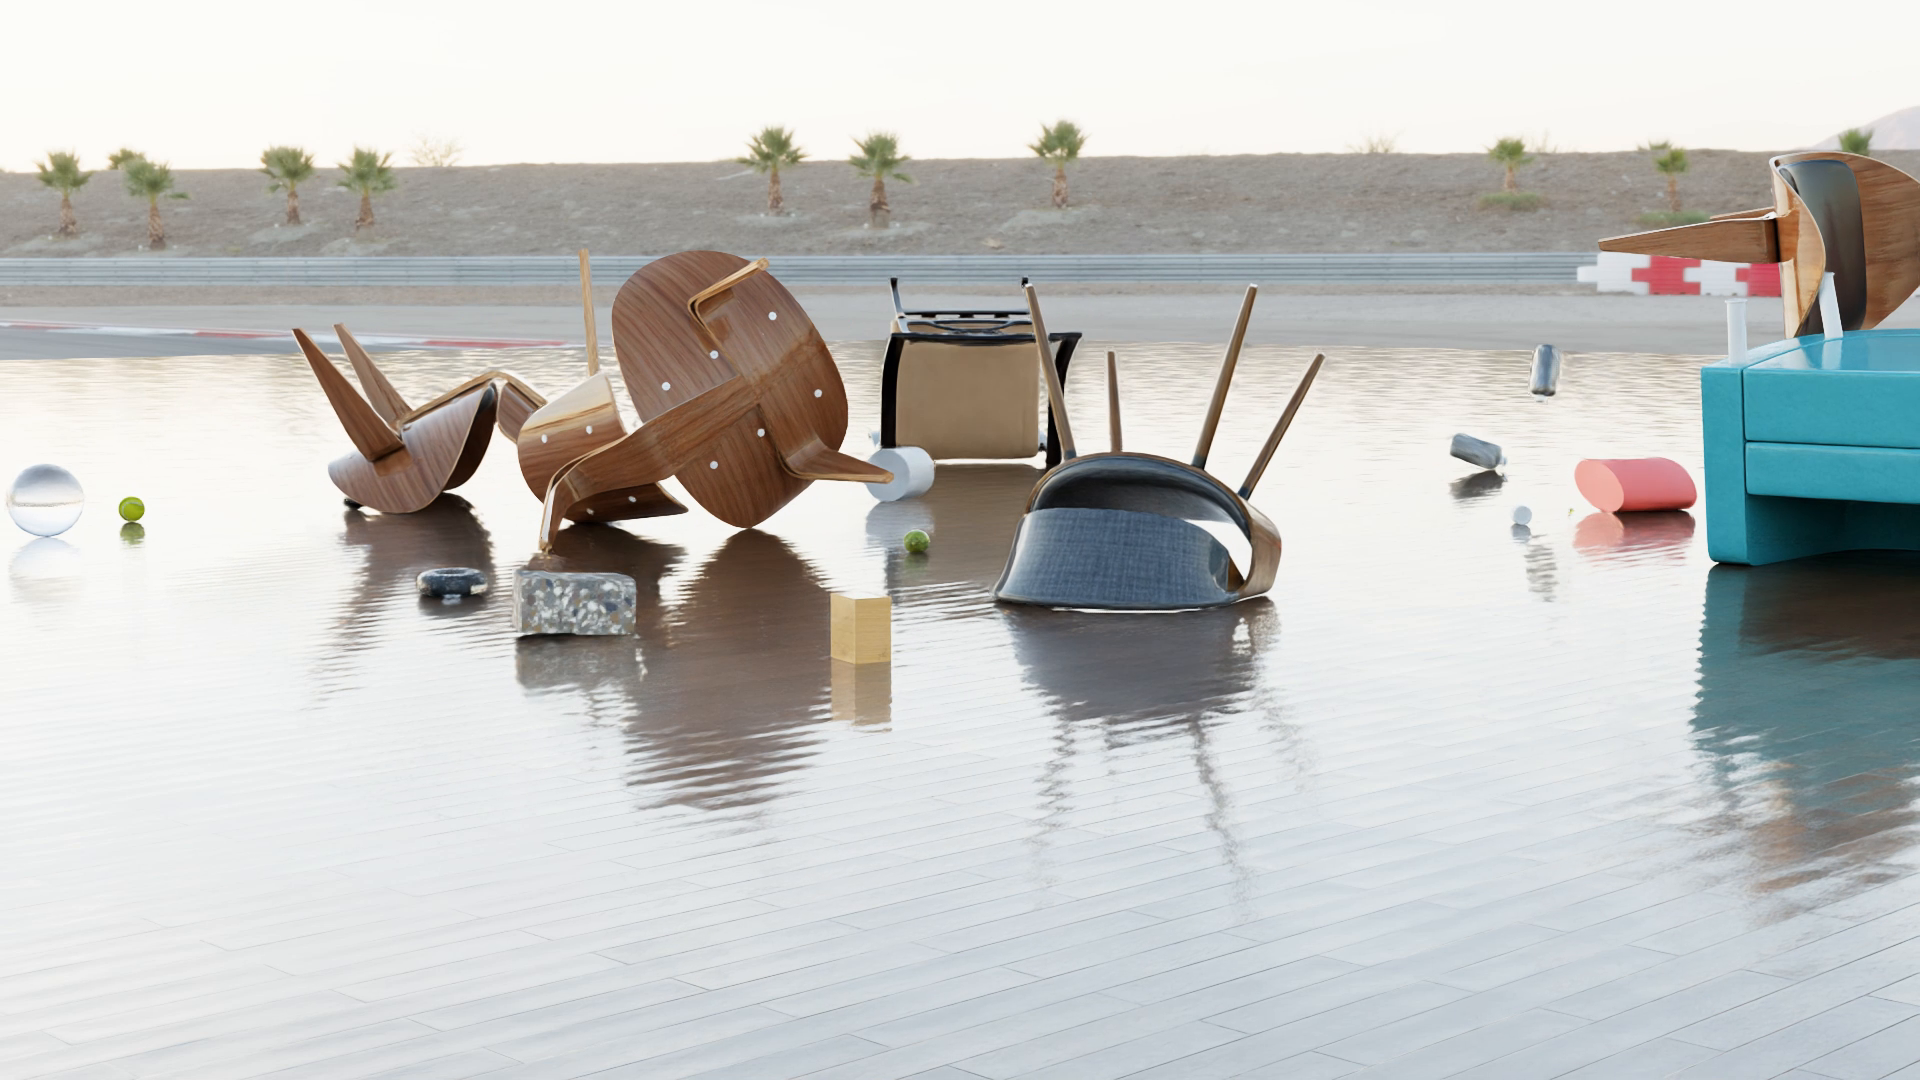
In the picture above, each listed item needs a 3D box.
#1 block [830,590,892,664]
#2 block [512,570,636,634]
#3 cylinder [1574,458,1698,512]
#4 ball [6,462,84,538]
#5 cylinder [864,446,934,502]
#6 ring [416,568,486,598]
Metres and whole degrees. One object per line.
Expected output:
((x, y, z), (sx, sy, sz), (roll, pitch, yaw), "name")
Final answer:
((-0.170, 0.150, 4.416), (0.069, 0.111, 0.094), (-3, 7, -28), "block")
((-0.714, 0.116, 4.746), (0.209, 0.099, 0.127), (2, 5, -16), "block")
((1.907, -0.157, 7.247), (0.241, 0.129, 0.252), (-2, 22, -20), "cylinder")
((-2.310, -0.101, 6.478), (0.188, 0.188, 0.188), (0, 6, 0), "ball")
((-0.179, -0.196, 7.562), (0.150, 0.155, 0.175), (8, 9, 23), "cylinder")
((-1.053, 0.089, 5.315), (0.144, 0.049, 0.159), (-4, 8, -26), "ring")
